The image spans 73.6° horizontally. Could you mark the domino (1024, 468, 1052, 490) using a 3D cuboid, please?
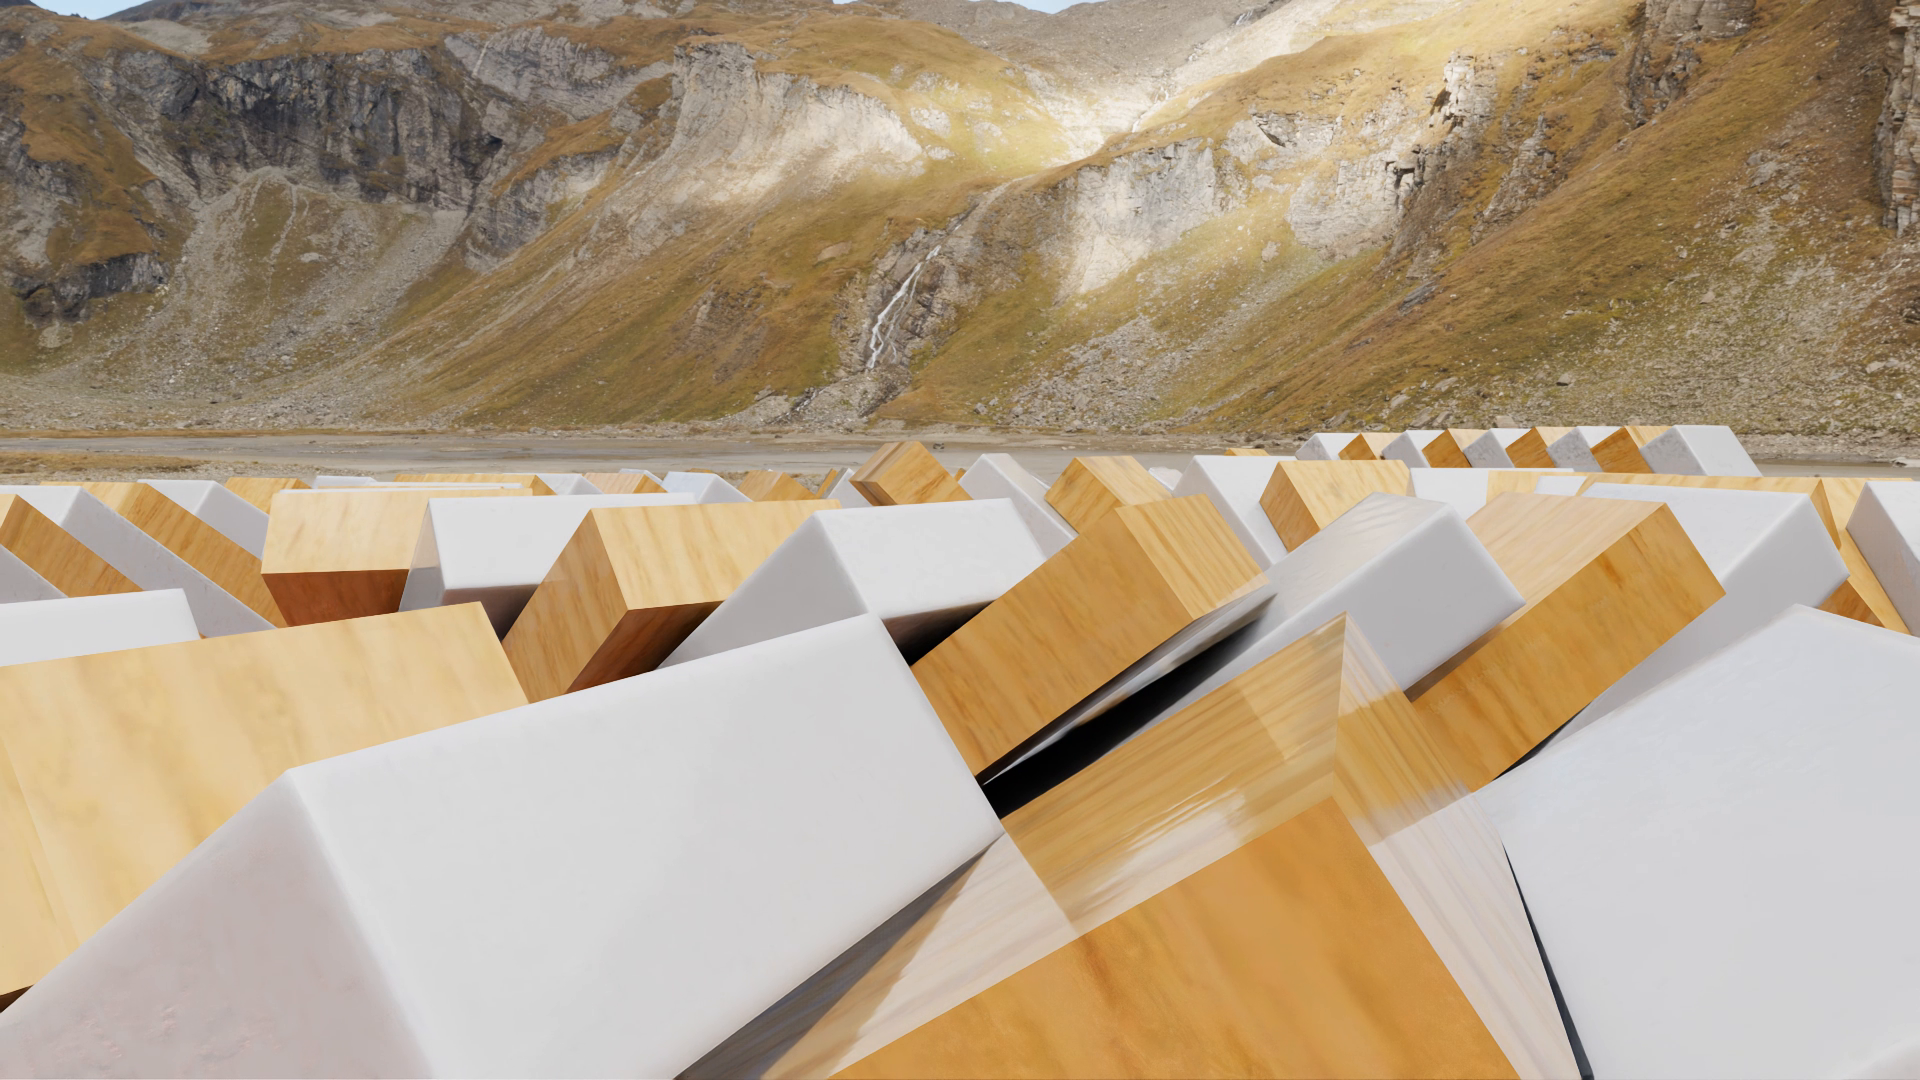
[{"bbox_3d":[0.037,-0.003,0.366,0.050,0.009,0.025,34,7,3],"label":"domino"}]

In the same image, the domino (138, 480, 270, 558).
[{"bbox_3d":[-0.134,0.006,0.251,0.025,0.009,0.050,2,-29,30],"label":"domino"}]

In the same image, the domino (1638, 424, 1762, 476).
[{"bbox_3d":[0.172,-0.002,0.280,0.025,0.050,0.010,-3,-29,-35],"label":"domino"}]

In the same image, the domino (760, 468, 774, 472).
[{"bbox_3d":[-0.035,-0.002,0.355,0.050,0.009,0.025,34,-4,-13],"label":"domino"}]

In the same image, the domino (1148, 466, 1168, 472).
[{"bbox_3d":[0.074,-0.003,0.363,0.050,0.009,0.025,36,14,12],"label":"domino"}]

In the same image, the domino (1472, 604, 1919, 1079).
[{"bbox_3d":[0.012,0.021,0.041,0.050,0.010,0.025,-35,-2,11],"label":"domino"}]

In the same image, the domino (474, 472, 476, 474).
[{"bbox_3d":[-0.095,0.001,0.312,0.025,0.010,0.050,5,-27,49],"label":"domino"}]

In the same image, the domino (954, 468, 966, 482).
[{"bbox_3d":[0.018,-0.003,0.366,0.050,0.010,0.025,34,4,-1],"label":"domino"}]

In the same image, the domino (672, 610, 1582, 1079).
[{"bbox_3d":[-0.007,0.021,0.042,0.050,0.009,0.025,-35,-6,17],"label":"domino"}]

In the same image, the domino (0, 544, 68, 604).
[{"bbox_3d":[-0.138,0.011,0.177,0.025,0.009,0.050,0,-29,-2],"label":"domino"}]

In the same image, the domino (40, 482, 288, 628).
[{"bbox_3d":[-0.139,0.007,0.233,0.025,0.009,0.050,2,-30,21],"label":"domino"}]

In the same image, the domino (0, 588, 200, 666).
[{"bbox_3d":[-0.058,0.020,0.061,0.050,0.009,0.025,-37,-17,31],"label":"domino"}]

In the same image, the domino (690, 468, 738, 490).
[{"bbox_3d":[-0.052,-0.002,0.348,0.050,0.009,0.025,35,-8,-19],"label":"domino"}]

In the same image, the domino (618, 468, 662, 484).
[{"bbox_3d":[-0.068,-0.001,0.337,0.050,0.010,0.025,36,-13,-26],"label":"domino"}]

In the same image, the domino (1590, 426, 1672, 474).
[{"bbox_3d":[0.166,-0.003,0.290,0.025,0.050,0.009,-3,-29,-35],"label":"domino"}]

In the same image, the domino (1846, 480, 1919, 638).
[{"bbox_3d":[0.152,0.010,0.184,0.025,0.010,0.050,1,39,9],"label":"domino"}]

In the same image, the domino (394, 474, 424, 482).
[{"bbox_3d":[-0.106,0.002,0.298,0.025,0.009,0.050,4,-28,43],"label":"domino"}]

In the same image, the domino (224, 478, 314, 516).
[{"bbox_3d":[-0.126,0.005,0.267,0.025,0.009,0.050,3,-29,34],"label":"domino"}]

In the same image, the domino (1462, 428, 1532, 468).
[{"bbox_3d":[0.149,-0.005,0.321,0.025,0.050,0.010,-3,-30,-36],"label":"domino"}]

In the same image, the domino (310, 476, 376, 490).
[{"bbox_3d":[-0.117,0.003,0.283,0.025,0.009,0.050,4,-28,40],"label":"domino"}]

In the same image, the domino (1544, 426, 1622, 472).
[{"bbox_3d":[0.160,-0.003,0.300,0.025,0.050,0.010,-3,-29,-35],"label":"domino"}]

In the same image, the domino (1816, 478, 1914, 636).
[{"bbox_3d":[0.150,0.009,0.203,0.025,0.010,0.050,0,40,0],"label":"domino"}]

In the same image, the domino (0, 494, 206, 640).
[{"bbox_3d":[-0.140,0.010,0.195,0.025,0.009,0.050,0,-30,4],"label":"domino"}]

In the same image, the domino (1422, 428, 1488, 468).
[{"bbox_3d":[0.142,-0.005,0.331,0.025,0.050,0.009,-2,-31,-35],"label":"domino"}]

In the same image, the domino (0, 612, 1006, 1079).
[{"bbox_3d":[-0.025,0.021,0.046,0.050,0.009,0.025,-35,-10,23],"label":"domino"}]

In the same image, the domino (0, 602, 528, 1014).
[{"bbox_3d":[-0.042,0.021,0.053,0.050,0.009,0.025,-36,-14,27],"label":"domino"}]

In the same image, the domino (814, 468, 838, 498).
[{"bbox_3d":[-0.018,-0.002,0.361,0.050,0.009,0.025,33,0,-8],"label":"domino"}]

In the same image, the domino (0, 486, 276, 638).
[{"bbox_3d":[-0.141,0.008,0.214,0.025,0.010,0.050,1,-30,12],"label":"domino"}]

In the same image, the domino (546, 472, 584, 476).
[{"bbox_3d":[-0.082,0.000,0.325,0.050,0.010,0.025,37,-18,-32],"label":"domino"}]

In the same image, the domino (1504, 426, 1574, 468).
[{"bbox_3d":[0.155,-0.004,0.311,0.025,0.050,0.010,-3,-29,-36],"label":"domino"}]
